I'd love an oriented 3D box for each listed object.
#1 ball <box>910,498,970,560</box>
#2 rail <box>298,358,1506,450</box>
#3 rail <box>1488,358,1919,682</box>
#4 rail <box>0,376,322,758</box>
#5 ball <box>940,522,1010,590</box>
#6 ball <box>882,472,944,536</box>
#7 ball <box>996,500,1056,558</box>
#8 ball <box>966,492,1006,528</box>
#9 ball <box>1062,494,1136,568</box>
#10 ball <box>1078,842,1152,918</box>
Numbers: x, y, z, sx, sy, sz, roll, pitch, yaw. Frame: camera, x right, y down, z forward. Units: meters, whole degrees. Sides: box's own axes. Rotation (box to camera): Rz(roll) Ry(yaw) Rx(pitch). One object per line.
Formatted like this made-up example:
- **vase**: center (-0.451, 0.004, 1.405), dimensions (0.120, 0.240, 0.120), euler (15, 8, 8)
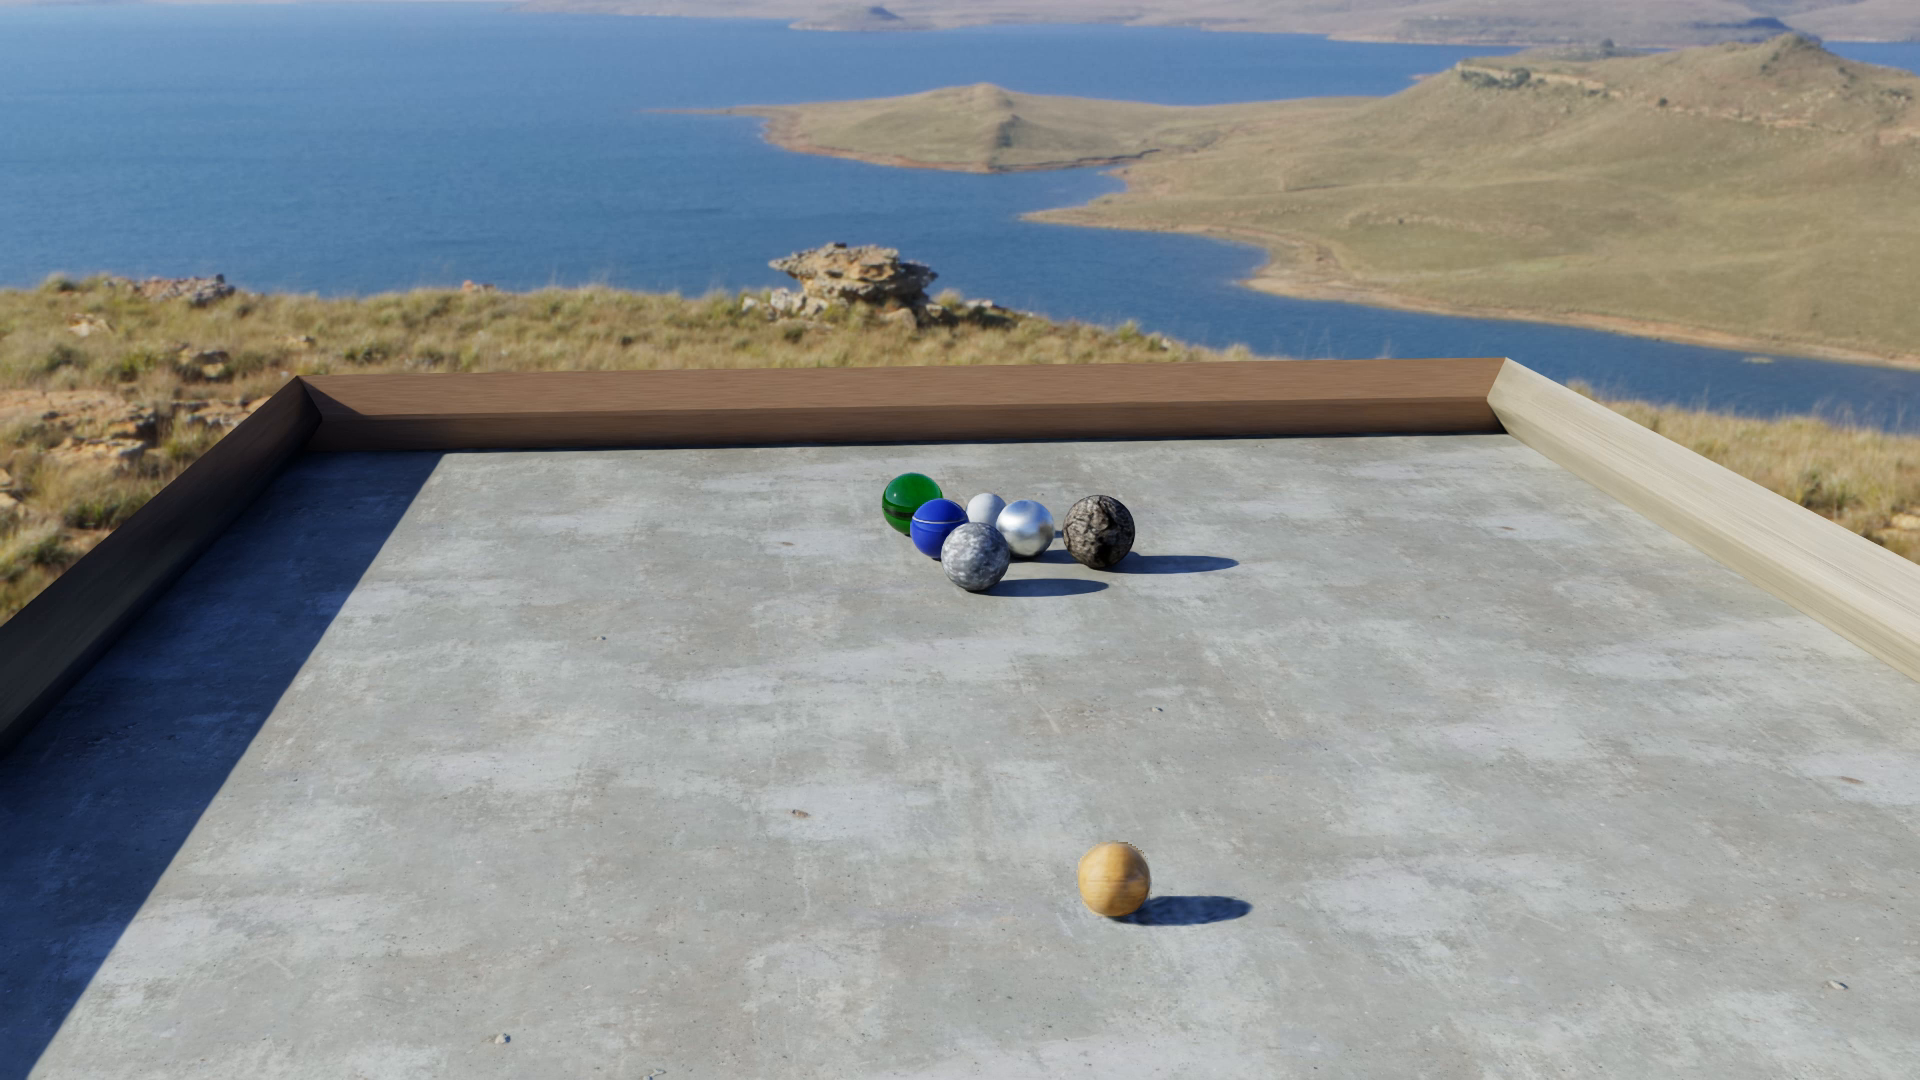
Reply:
- **ball**: center (-0.026, -0.015, 2.894), dimensions (0.080, 0.080, 0.080), euler (0, 14, 0)
- **rail**: center (-0.071, -0.221, 3.612), dimensions (1.997, 0.123, 0.045), euler (-1, 14, -5)
- **rail**: center (1.044, 0.163, 2.104), dimensions (0.045, 0.123, 3.342), euler (-1, 14, -5)
- **rail**: center (-0.898, 0.205, 1.939), dimensions (0.045, 0.123, 3.342), euler (-1, 14, -5)
- **ball**: center (0.019, 0.020, 2.743), dimensions (0.086, 0.086, 0.086), euler (0, 14, 0)
- **ball**: center (-0.065, -0.049, 3.018), dimensions (0.086, 0.086, 0.086), euler (0, 14, 0)
- **ball**: center (0.086, -0.014, 2.896), dimensions (0.078, 0.078, 0.078), euler (0, 14, 0)
- **ball**: center (0.037, -0.034, 3.011), dimensions (0.060, 0.060, 0.060), euler (0, 14, 0)
- **ball**: center (0.180, -0.011, 2.850), dimensions (0.095, 0.095, 0.095), euler (0, 14, 0)
- **ball**: center (0.126, 0.277, 1.789), dimensions (0.060, 0.060, 0.060), euler (0, 14, 0)
